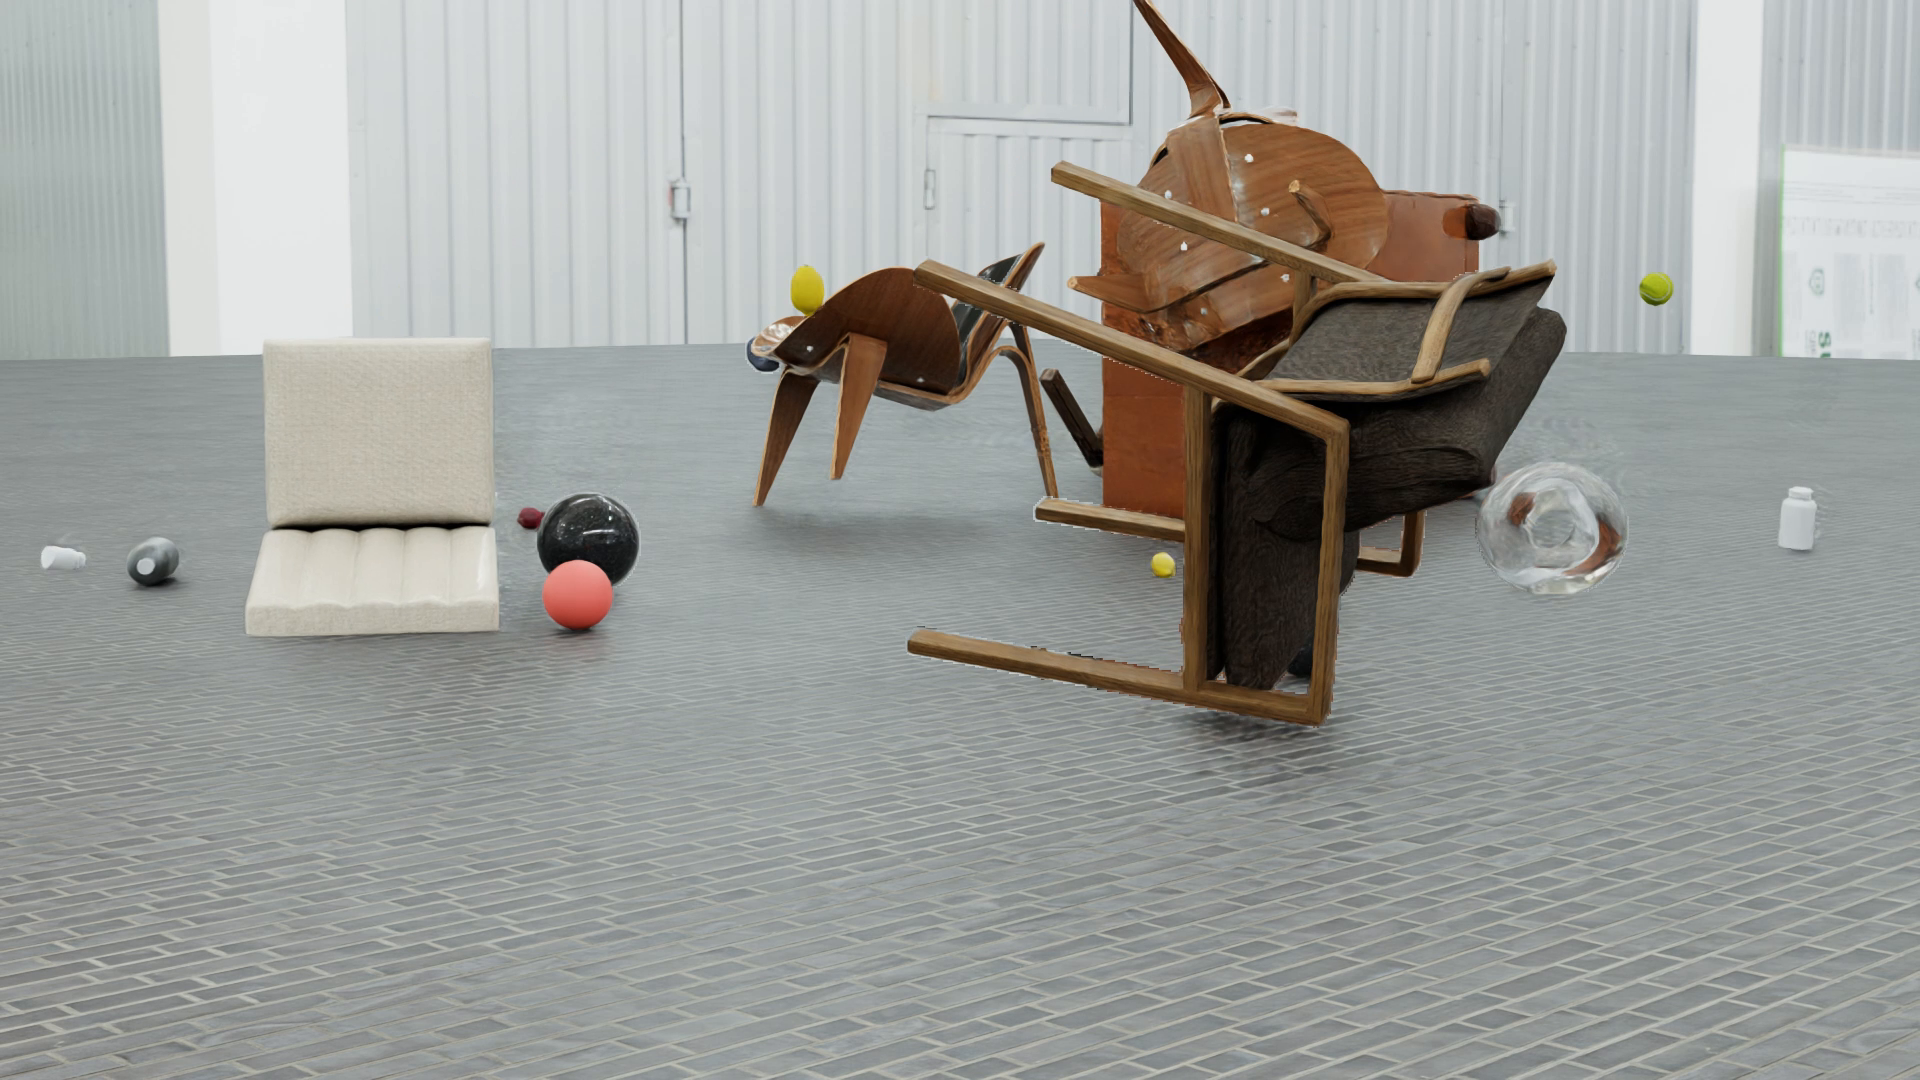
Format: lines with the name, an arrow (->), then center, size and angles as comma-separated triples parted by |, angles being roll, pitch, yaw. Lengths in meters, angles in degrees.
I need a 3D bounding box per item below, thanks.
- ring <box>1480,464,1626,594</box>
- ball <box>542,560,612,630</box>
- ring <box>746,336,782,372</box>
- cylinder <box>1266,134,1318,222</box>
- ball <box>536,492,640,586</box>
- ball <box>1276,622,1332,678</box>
ring -> 1.230, -0.023, 5.328 | 0.314, 0.280, 0.145 | 12, 15, -11
ball -> -0.713, 0.102, 4.786 | 0.130, 0.130, 0.130 | 0, 6, 0
ring -> -0.582, -0.554, 7.626 | 0.124, 0.098, 0.059 | 44, 28, 28
cylinder -> 0.977, -1.066, 7.546 | 0.122, 0.186, 0.180 | 0, -35, 20
ball -> -0.774, 0.004, 5.341 | 0.212, 0.212, 0.212 | 0, 6, 0
ball -> 0.564, 0.181, 4.218 | 0.091, 0.091, 0.091 | 0, 6, 0
